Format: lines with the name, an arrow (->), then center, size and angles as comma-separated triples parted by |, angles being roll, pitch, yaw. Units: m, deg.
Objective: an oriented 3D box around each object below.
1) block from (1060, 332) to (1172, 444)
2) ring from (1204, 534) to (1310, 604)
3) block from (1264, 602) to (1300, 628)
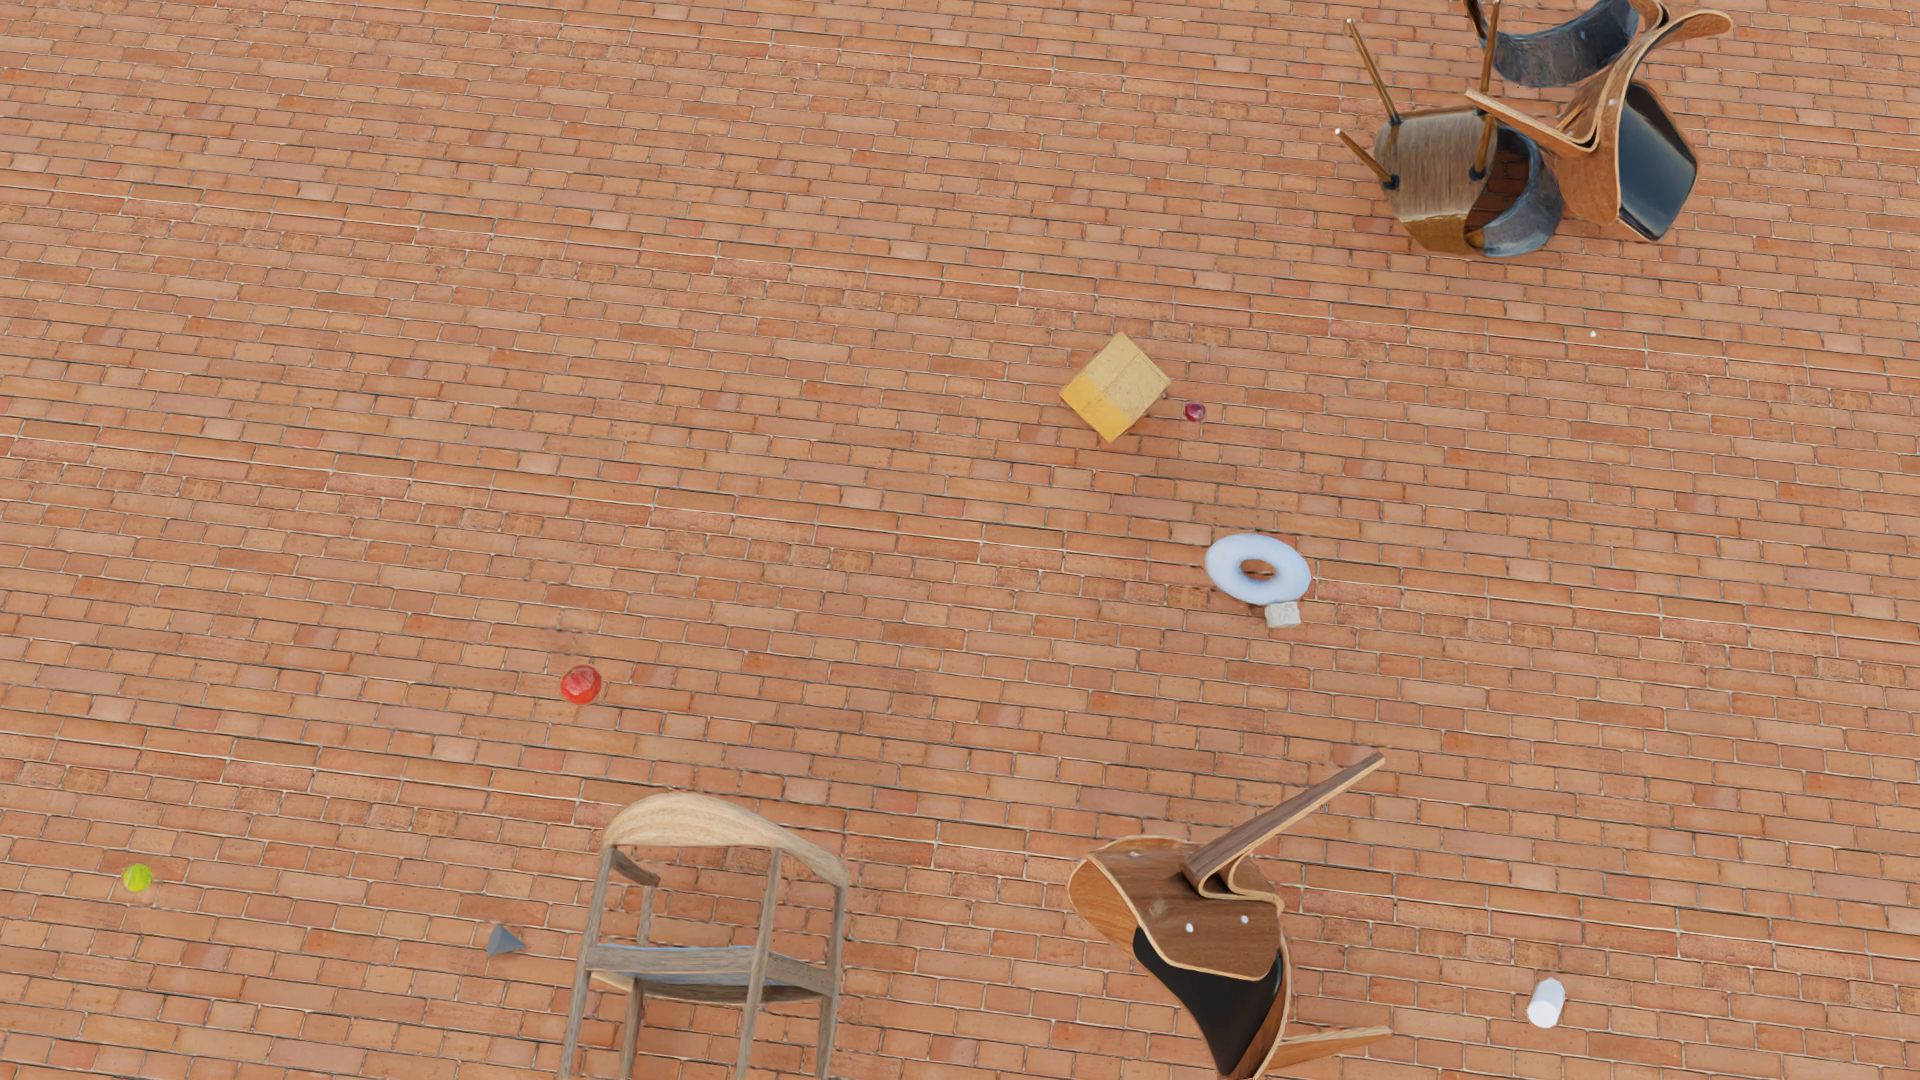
block -> 0.474, -0.467, 6.735 | 0.219, 0.180, 0.204 | 44, 63, -3
ring -> 0.866, 0.086, 6.405 | 0.313, 0.206, 0.093 | 15, 19, 4
block -> 0.935, 0.217, 6.378 | 0.083, 0.046, 0.063 | -5, 78, -19
